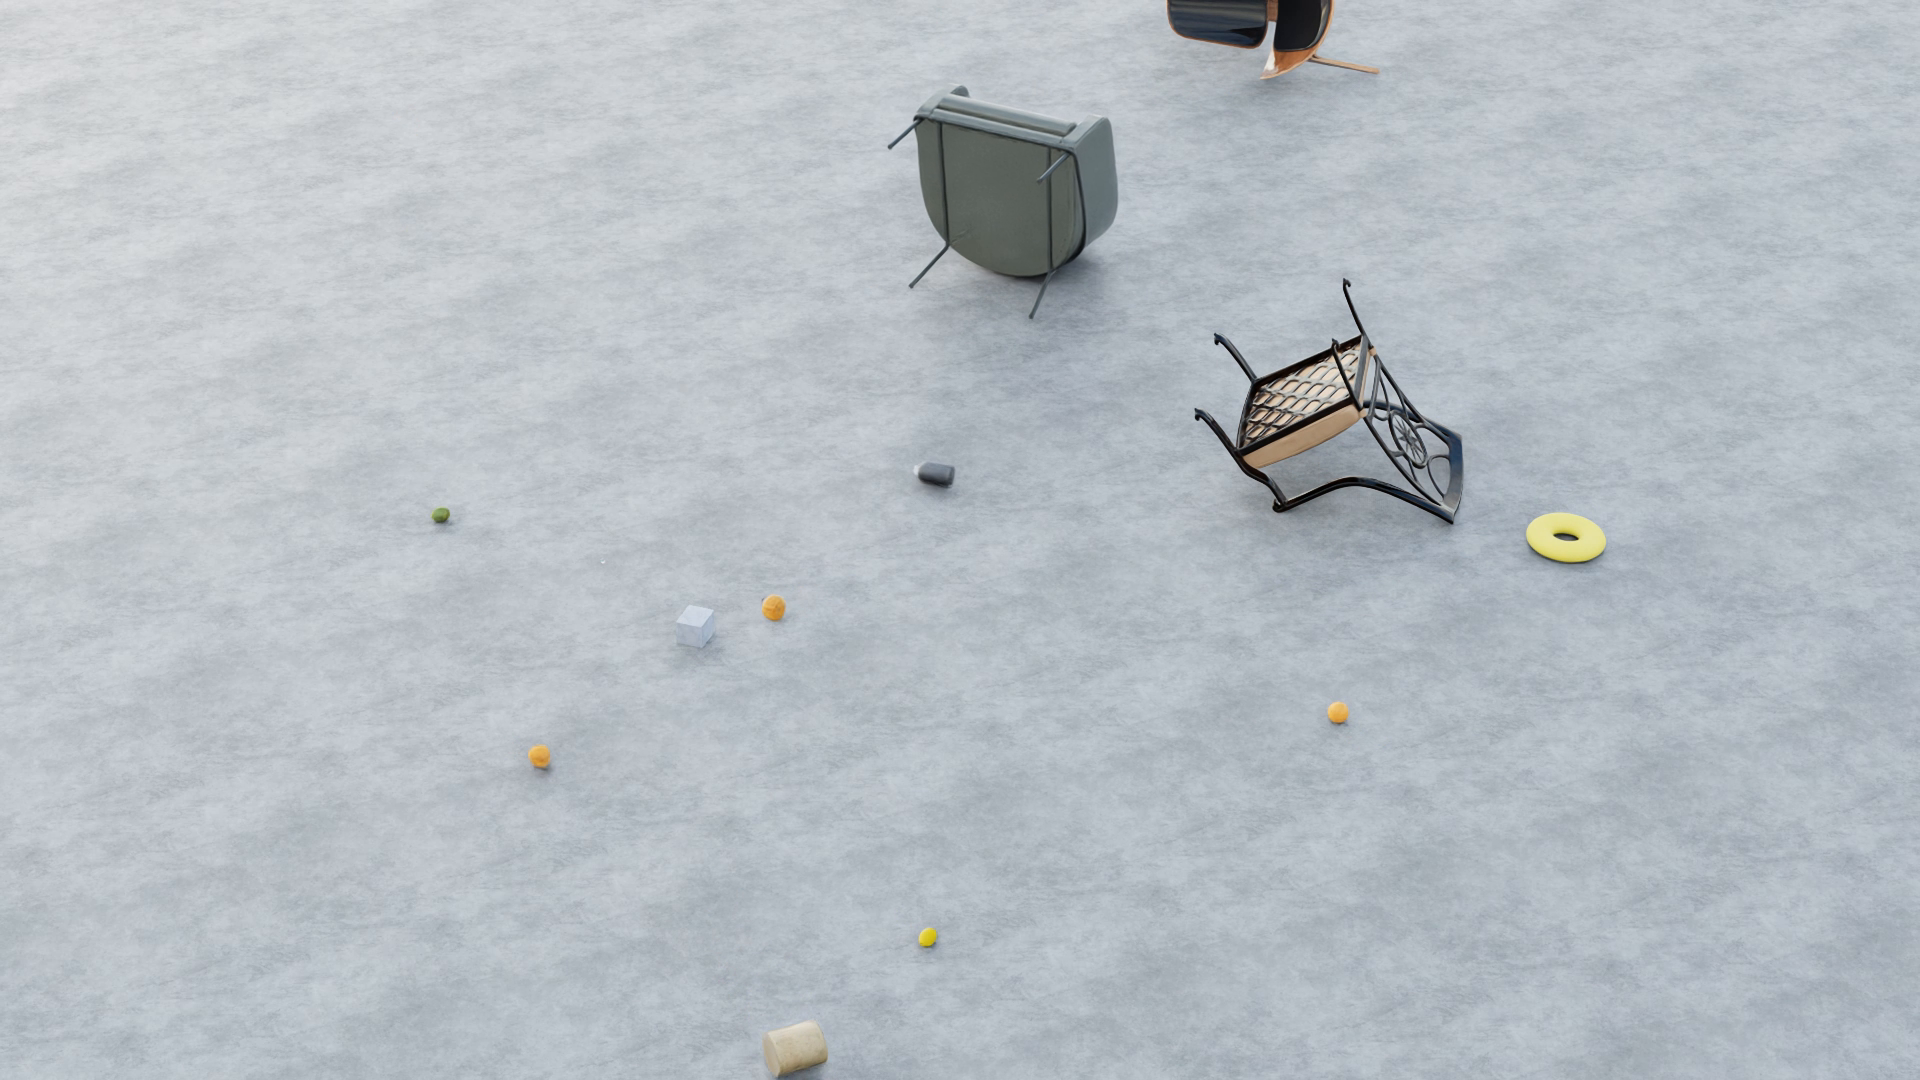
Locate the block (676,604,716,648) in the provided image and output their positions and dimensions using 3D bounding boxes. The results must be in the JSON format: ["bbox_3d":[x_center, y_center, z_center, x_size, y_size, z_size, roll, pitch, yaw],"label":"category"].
[{"bbox_3d":[-0.937,0.306,10.399,0.097,0.089,0.114,11,35,16],"label":"block"}]

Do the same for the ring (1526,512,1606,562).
[{"bbox_3d":[2.252,-0.010,10.898,0.295,0.068,0.282,18,38,24],"label":"ring"}]

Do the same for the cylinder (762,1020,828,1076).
[{"bbox_3d":[-0.483,1.482,8.565,0.148,0.128,0.180,-12,5,-18],"label":"cylinder"}]
